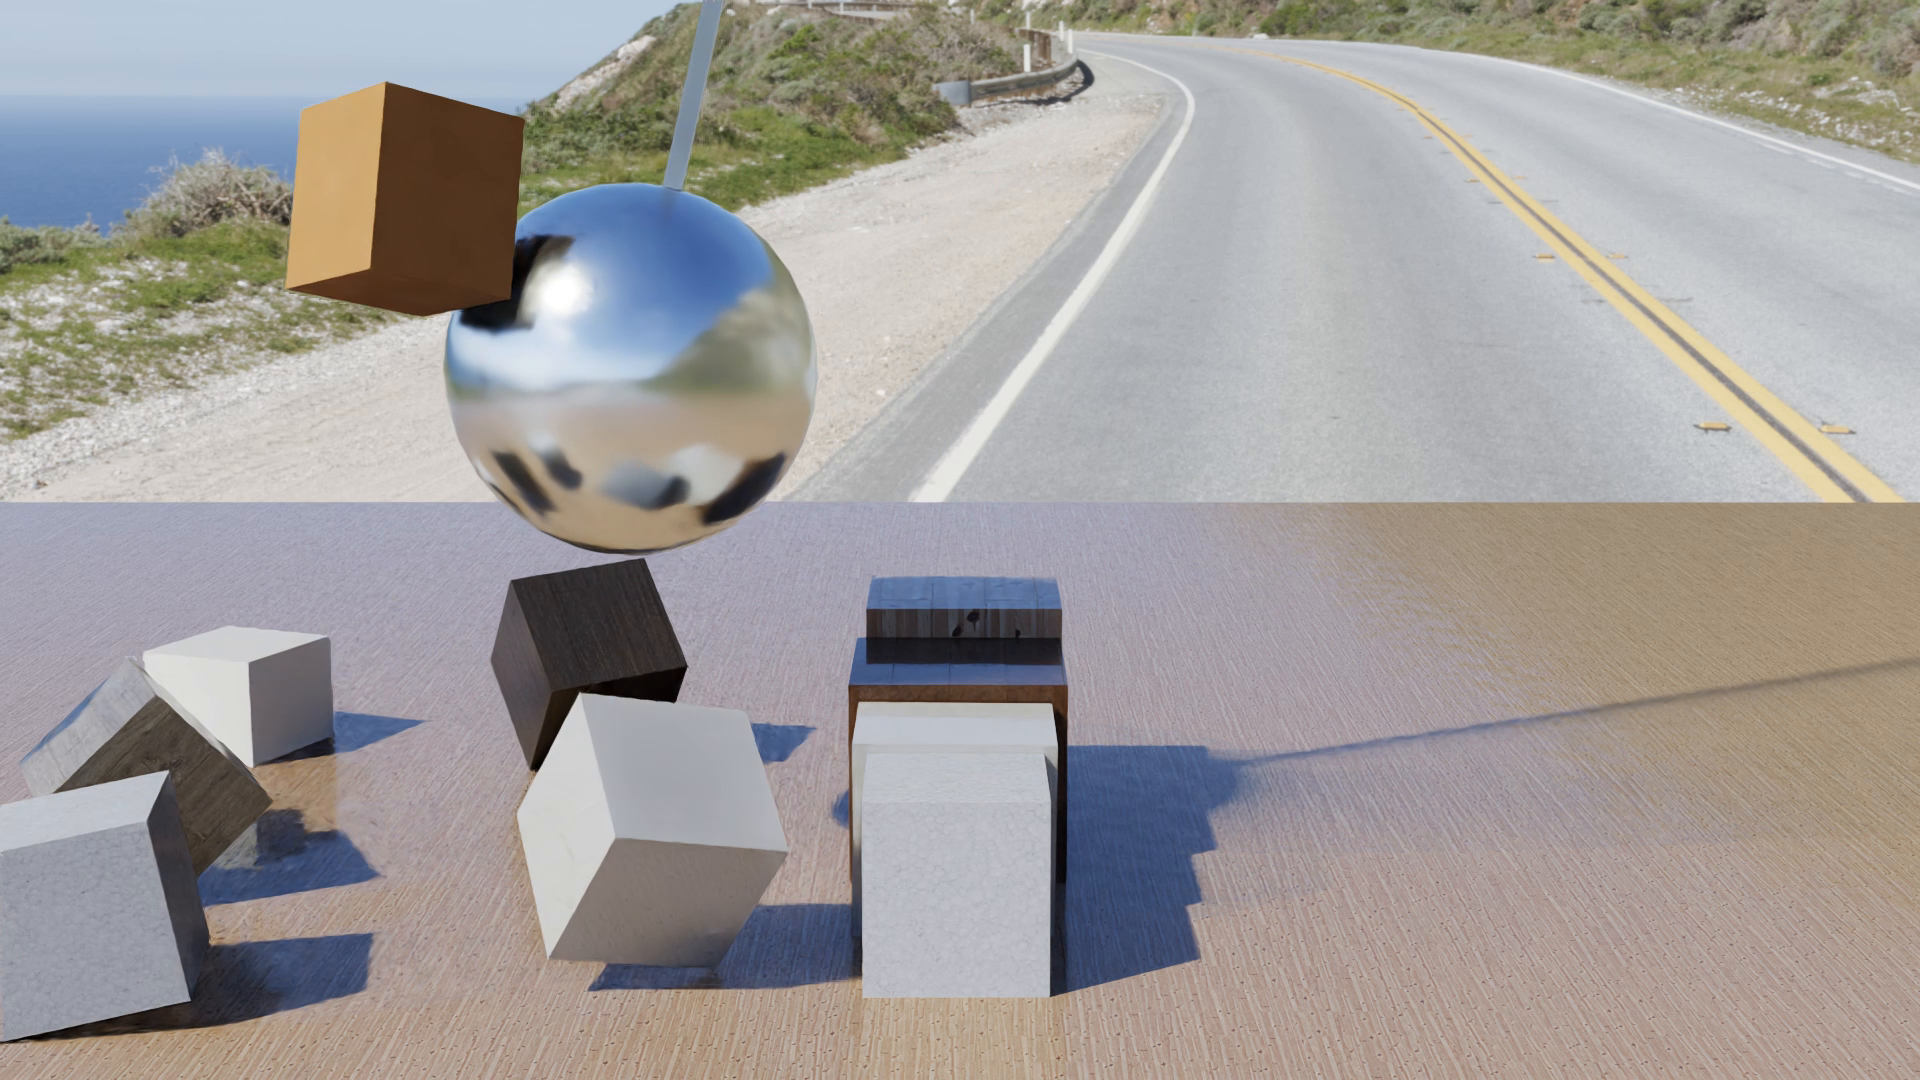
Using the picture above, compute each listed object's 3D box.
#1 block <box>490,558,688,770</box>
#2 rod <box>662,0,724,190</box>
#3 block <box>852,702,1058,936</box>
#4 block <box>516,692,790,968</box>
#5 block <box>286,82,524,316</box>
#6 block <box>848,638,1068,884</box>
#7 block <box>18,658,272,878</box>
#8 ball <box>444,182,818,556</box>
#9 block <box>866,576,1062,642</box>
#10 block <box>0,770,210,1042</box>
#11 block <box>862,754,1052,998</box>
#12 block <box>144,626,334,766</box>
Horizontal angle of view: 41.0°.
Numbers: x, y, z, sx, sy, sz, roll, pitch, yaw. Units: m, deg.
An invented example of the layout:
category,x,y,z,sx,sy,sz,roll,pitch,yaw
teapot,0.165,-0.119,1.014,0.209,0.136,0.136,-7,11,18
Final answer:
category,x,y,z,sx,sy,sz,roll,pitch,yaw
block,-1.910,0.634,13.147,0.715,0.729,0.687,-10,57,-26
rod,-0.611,-3.985,10.456,0.080,5.200,0.080,13,10,-2
block,-0.024,1.171,10.841,0.837,0.819,0.689,1,11,0
block,-1.219,1.147,10.059,0.718,0.723,0.731,9,40,-30
block,-2.255,-1.366,10.424,0.641,0.747,0.673,9,-9,-42
block,-0.007,0.983,11.660,0.952,0.894,0.948,0,10,0
block,-3.536,1.050,11.121,0.655,0.696,0.773,-46,25,-12
ball,-1.410,-0.733,11.047,1.600,1.600,1.600,0,10,0
block,0.020,0.757,12.525,0.920,1.030,0.812,0,10,0
block,-3.329,1.375,9.705,0.745,0.707,0.704,-12,12,-8
block,-0.016,1.315,10.156,0.720,0.779,0.708,0,10,0
block,-3.800,0.815,13.550,0.659,0.549,0.693,4,11,22
